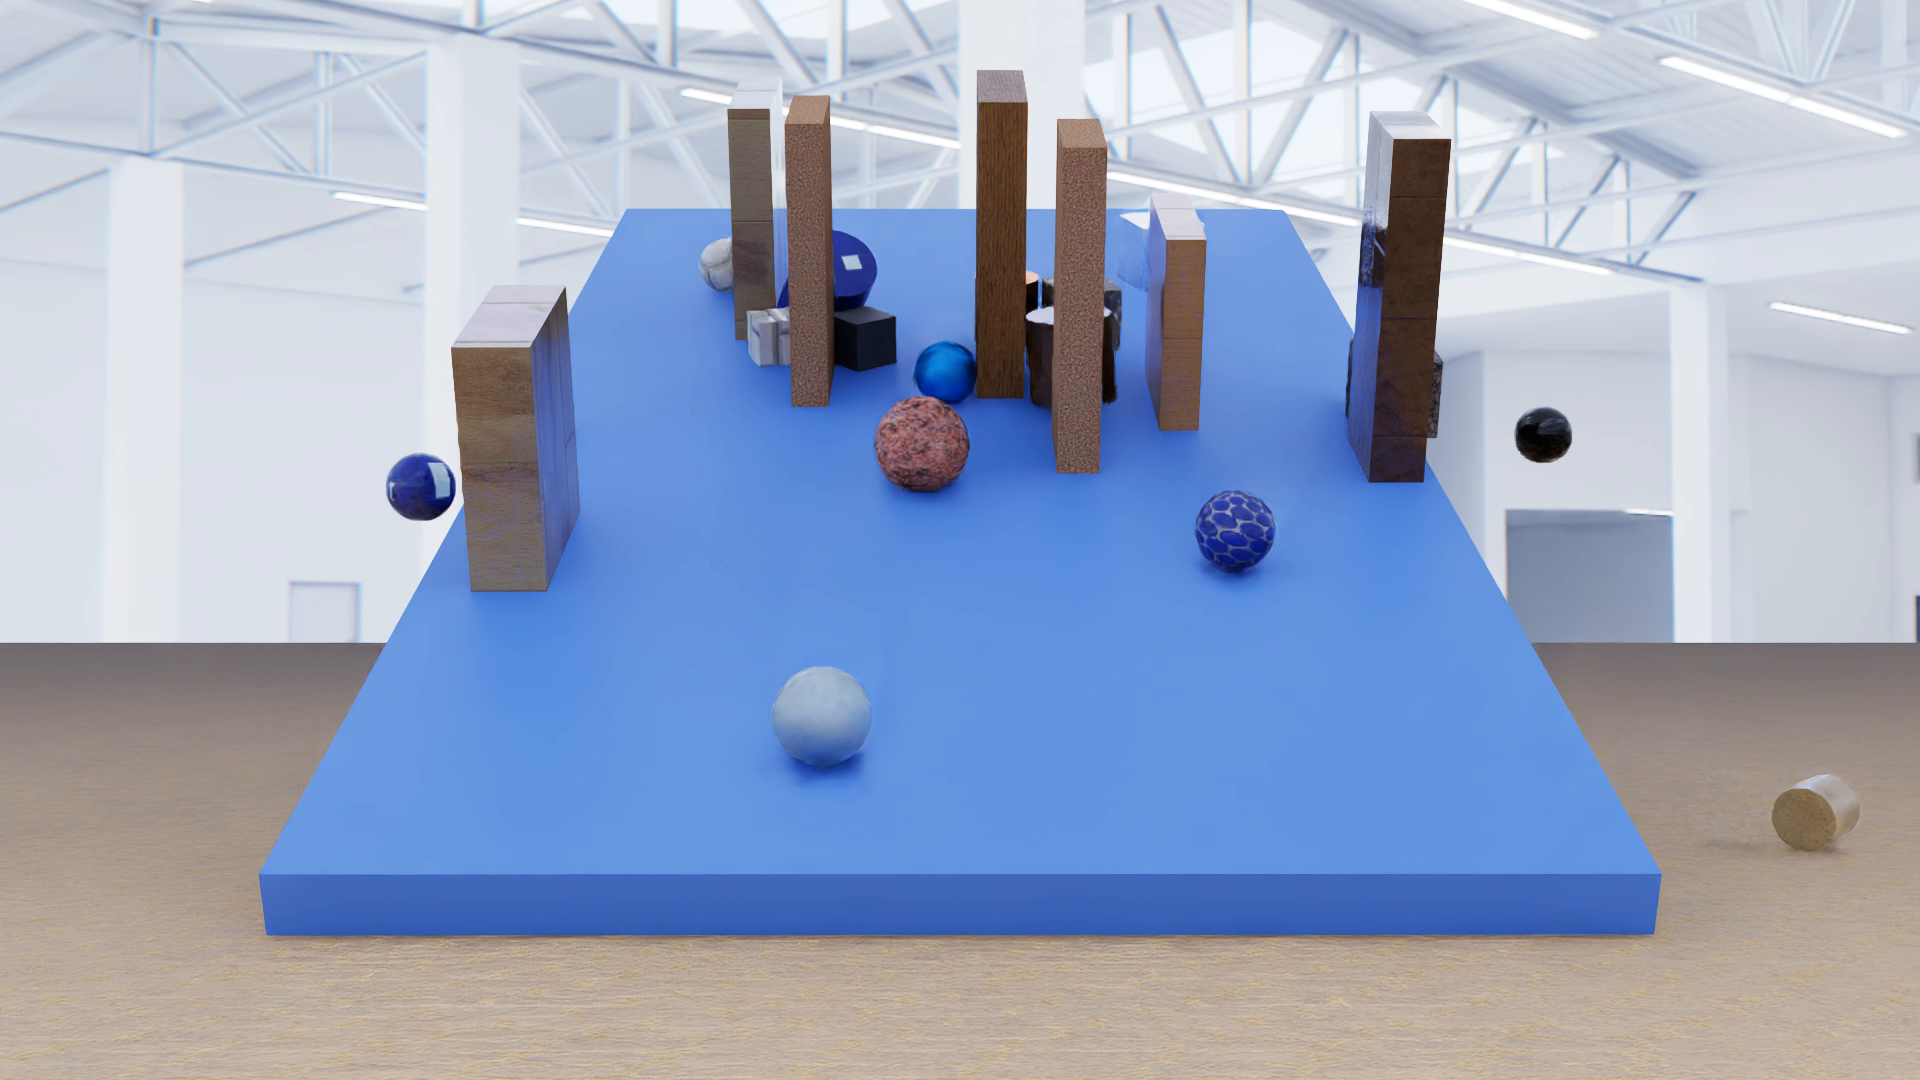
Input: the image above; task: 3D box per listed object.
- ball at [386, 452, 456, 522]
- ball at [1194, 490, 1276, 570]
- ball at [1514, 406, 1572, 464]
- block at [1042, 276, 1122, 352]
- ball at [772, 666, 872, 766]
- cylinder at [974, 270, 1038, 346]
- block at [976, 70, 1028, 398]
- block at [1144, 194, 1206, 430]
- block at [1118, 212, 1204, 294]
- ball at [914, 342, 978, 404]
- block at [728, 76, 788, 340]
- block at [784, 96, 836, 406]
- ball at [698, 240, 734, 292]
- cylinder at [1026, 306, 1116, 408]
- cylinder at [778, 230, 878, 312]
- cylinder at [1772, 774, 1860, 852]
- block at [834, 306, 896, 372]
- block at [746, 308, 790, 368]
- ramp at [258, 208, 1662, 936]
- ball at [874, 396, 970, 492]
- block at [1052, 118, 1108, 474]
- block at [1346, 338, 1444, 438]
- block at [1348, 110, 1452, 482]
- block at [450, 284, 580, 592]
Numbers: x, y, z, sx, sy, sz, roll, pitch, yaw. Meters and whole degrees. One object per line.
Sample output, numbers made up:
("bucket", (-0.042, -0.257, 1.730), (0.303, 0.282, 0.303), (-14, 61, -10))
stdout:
("ball", (-1.089, -0.107, 4.633), (0.140, 0.140, 0.140), (0, -2, 0))
("ball", (0.516, -0.018, 4.304), (0.151, 0.151, 0.151), (0, -2, 0))
("ball", (1.322, -0.238, 5.198), (0.130, 0.130, 0.130), (0, -2, 0))
("block", (0.297, -0.555, 5.642), (0.154, 0.154, 0.154), (-6, 23, -15))
("ball", (-0.214, 0.274, 3.565), (0.155, 0.155, 0.155), (0, -2, 0))
("cylinder", (0.115, -0.575, 5.686), (0.158, 0.158, 0.158), (0, 22, 0))
("block", (0.094, -0.716, 5.333), (0.108, 0.681, 0.394), (0, 22, 0))
("block", (0.484, -0.521, 5.184), (0.087, 0.432, 0.424), (0, 22, 0))
("block", (0.539, -0.778, 6.175), (0.174, 0.174, 0.174), (-7, 23, -17))
("ball", (-0.032, -0.380, 5.217), (0.144, 0.144, 0.144), (0, -2, 0))
("block", (-0.507, -0.843, 5.791), (0.102, 0.576, 0.424), (0, 22, 0))
("block", (-0.341, -0.664, 5.248), (0.083, 0.646, 0.326), (0, 22, 0))
("ball", (-0.625, -0.730, 6.095), (0.139, 0.139, 0.139), (0, -2, 0))
("cylinder", (0.252, -0.419, 5.224), (0.195, 0.195, 0.195), (-4, 18, 1))
("cylinder", (-0.326, -0.615, 5.610), (0.204, 0.204, 0.204), (1, -32, -19))
("cylinder", (1.724, 0.549, 4.618), (0.129, 0.129, 0.129), (-2, 6, 42))
("block", (-0.234, -0.484, 5.510), (0.117, 0.117, 0.117), (-16, 27, -35))
("block", (-0.445, -0.489, 5.533), (0.110, 0.110, 0.110), (-8, 23, -19))
("ramp", (-0.006, -0.220, 5.144), (2.000, 0.100, 4.000), (0, 22, 0))
("ball", (-0.078, -0.197, 4.689), (0.195, 0.195, 0.195), (0, -2, 0))
("block", (0.248, -0.512, 4.814), (0.088, 0.689, 0.287), (0, 22, 0))
("block", (0.958, -0.336, 5.071), (0.174, 0.174, 0.174), (0, 22, 0))
("block", (0.906, -0.505, 4.759), (0.114, 0.718, 0.279), (0, 22, 0))
("block", (-0.830, -0.199, 4.322), (0.140, 0.468, 0.411), (0, 22, 0))
